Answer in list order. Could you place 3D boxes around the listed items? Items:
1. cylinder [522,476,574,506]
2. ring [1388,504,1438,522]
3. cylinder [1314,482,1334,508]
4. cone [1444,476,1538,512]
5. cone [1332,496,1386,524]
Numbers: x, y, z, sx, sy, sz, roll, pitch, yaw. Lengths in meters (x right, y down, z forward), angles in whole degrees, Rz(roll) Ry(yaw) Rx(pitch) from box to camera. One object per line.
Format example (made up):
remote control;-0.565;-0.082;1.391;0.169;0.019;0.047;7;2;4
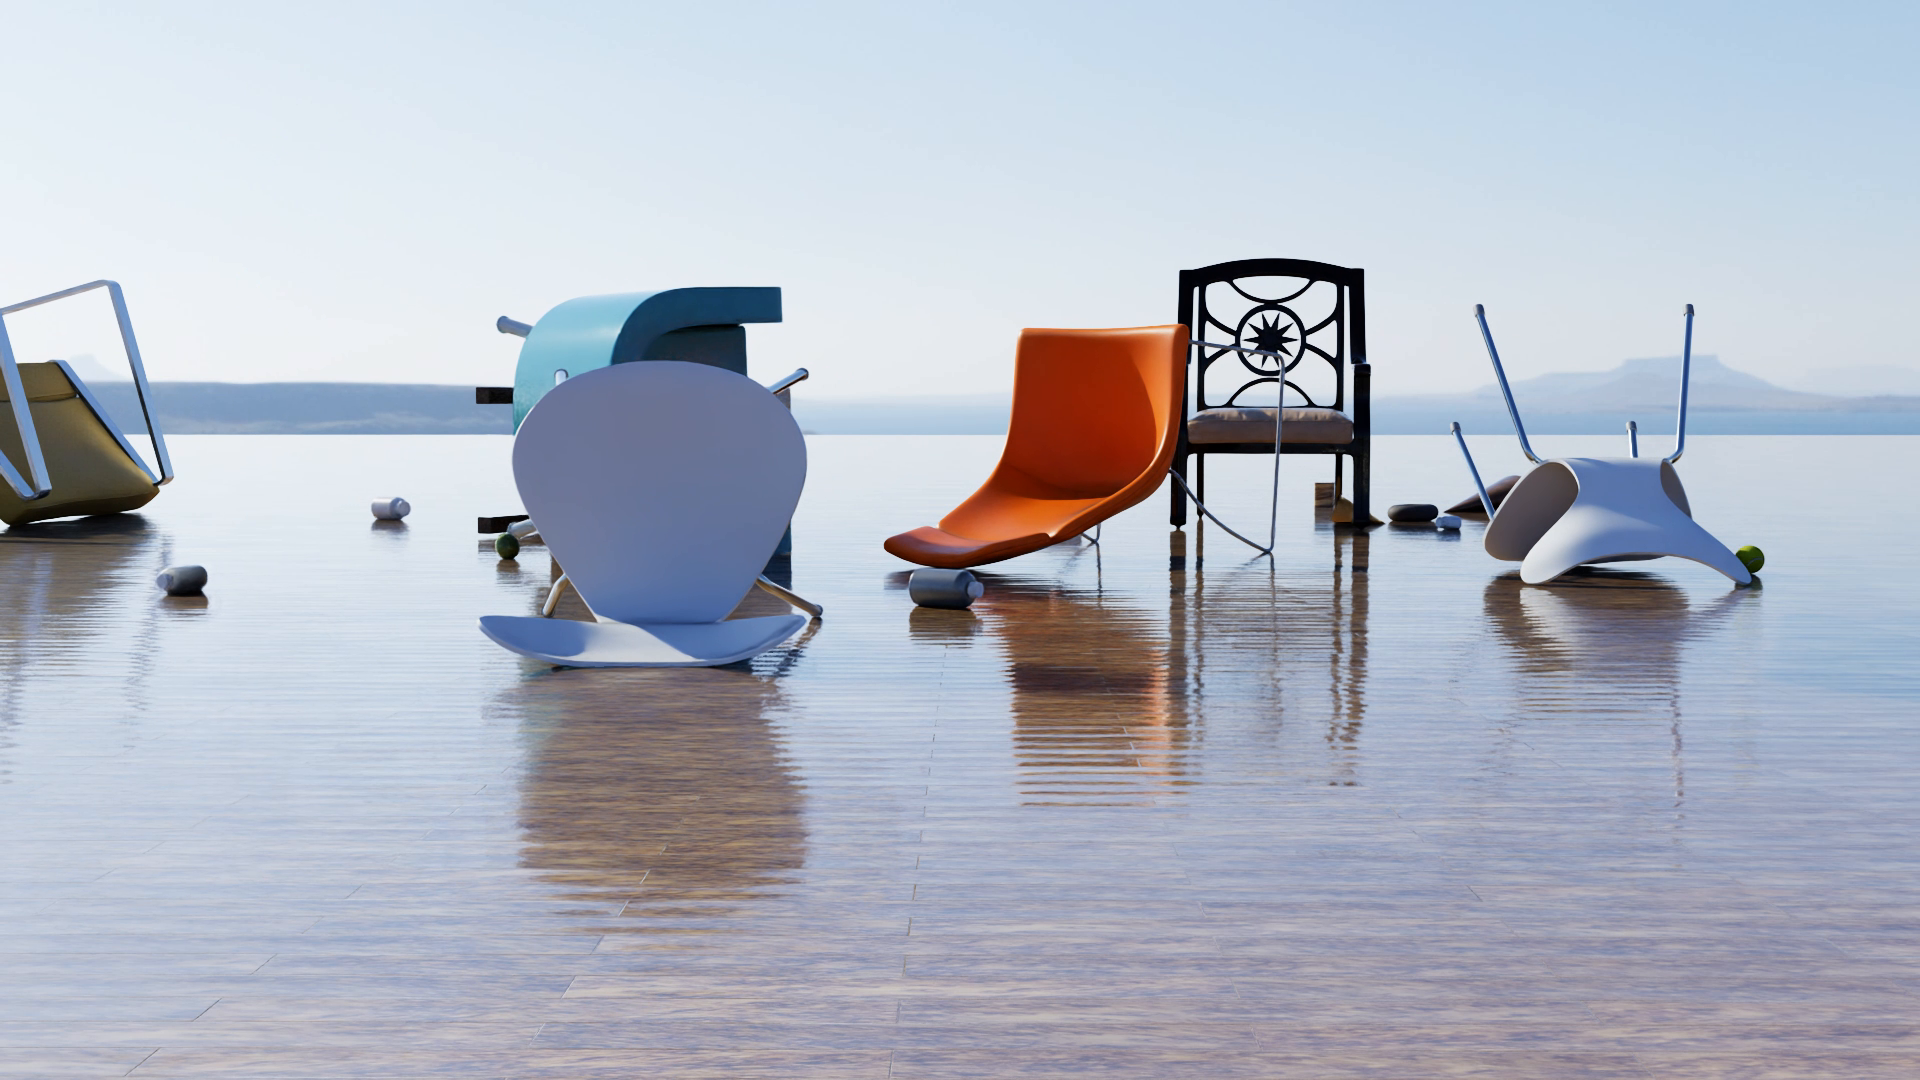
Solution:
cylinder;-1.598;-0.191;8.515;0.167;0.104;0.117;-23;16;-34
ring;1.548;-0.093;7.513;0.184;0.055;0.155;-3;4;-28
cylinder;1.384;-0.171;8.352;0.081;0.095;0.044;-1;4;-15
cone;1.910;-0.138;8.083;0.337;0.132;0.260;-14;5;-23
cone;1.346;-0.078;7.362;0.169;0.089;0.128;17;20;20
